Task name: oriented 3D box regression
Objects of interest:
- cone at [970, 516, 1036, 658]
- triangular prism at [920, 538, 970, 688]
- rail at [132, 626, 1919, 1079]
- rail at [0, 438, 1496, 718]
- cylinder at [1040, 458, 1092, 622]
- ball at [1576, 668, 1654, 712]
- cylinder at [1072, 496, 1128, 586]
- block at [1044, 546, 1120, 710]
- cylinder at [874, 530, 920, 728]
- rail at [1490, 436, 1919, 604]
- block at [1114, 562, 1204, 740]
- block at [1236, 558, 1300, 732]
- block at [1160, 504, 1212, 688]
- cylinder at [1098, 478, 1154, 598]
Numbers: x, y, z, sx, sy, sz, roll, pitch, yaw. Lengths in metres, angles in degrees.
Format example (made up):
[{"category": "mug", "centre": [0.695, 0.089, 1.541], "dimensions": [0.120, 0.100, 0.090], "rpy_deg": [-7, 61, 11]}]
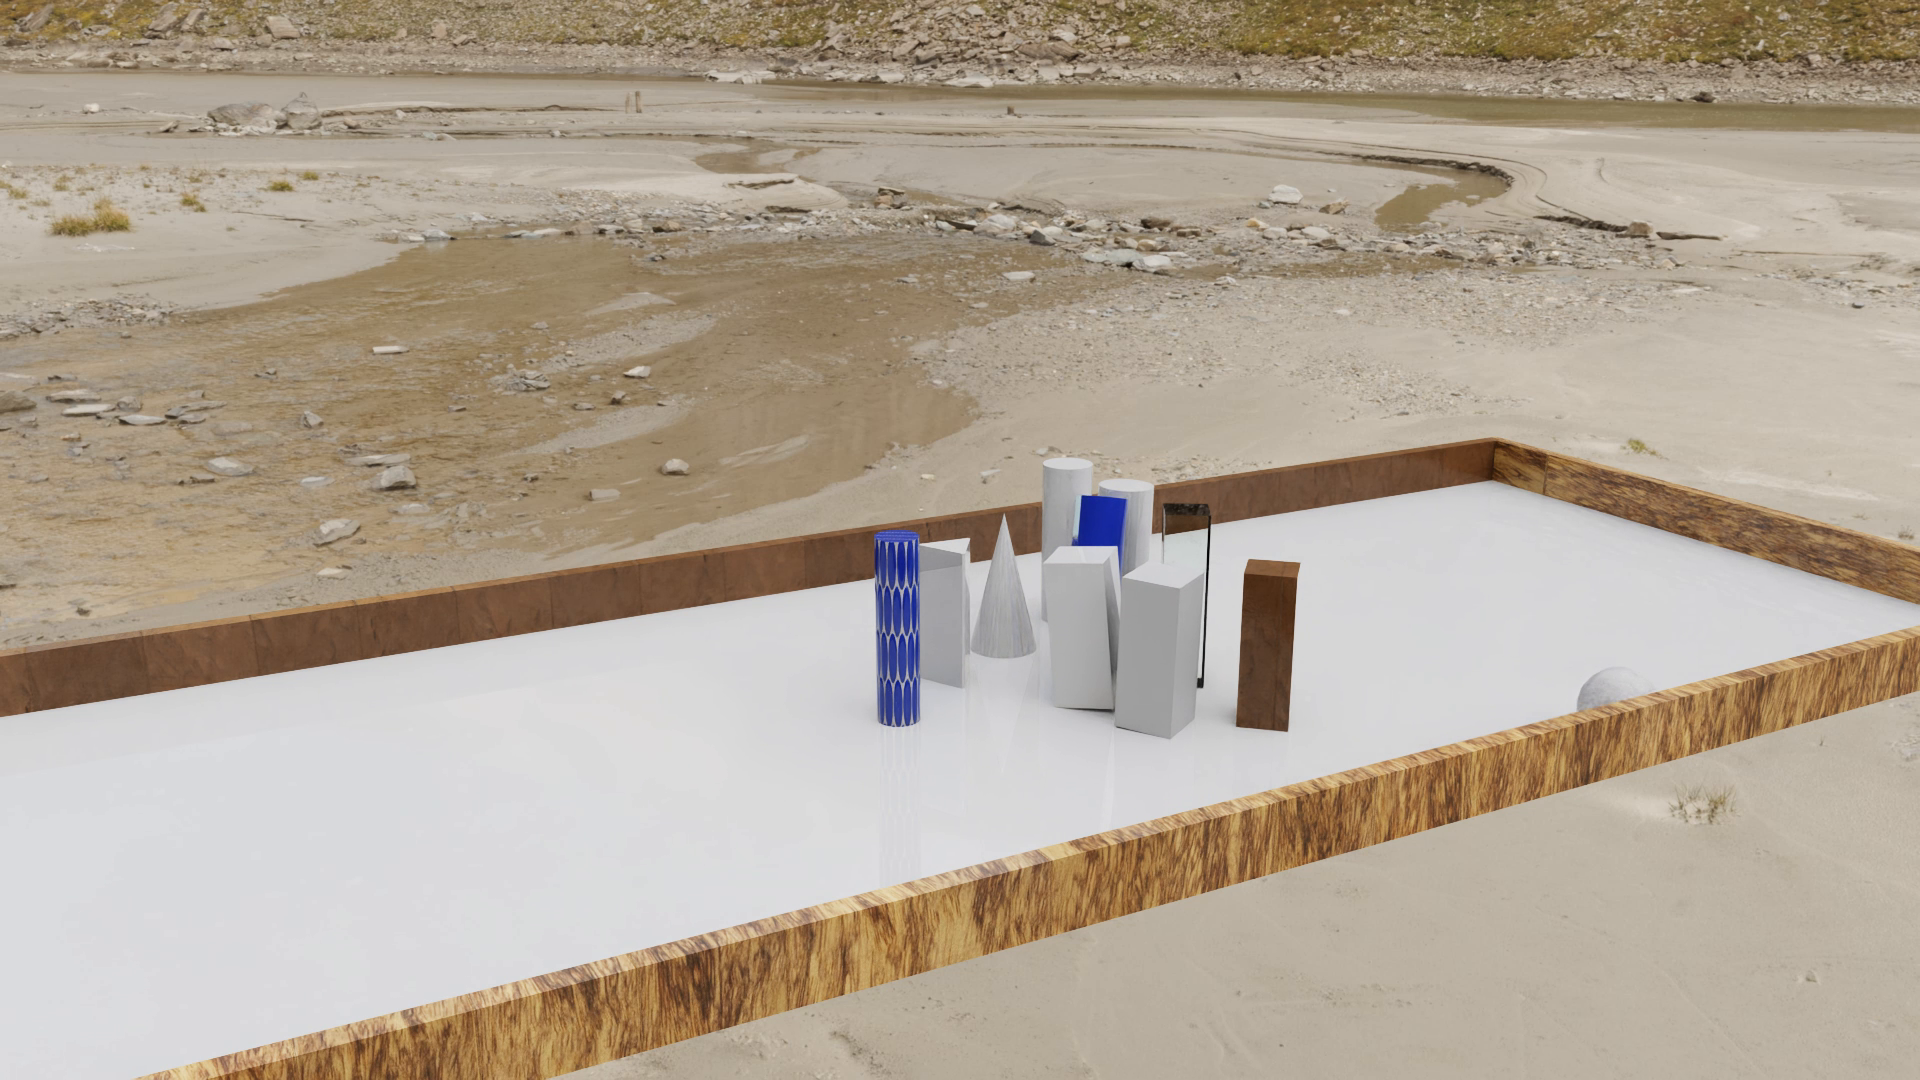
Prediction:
[{"category": "cone", "centre": [0.115, 0.106, 4.336], "dimensions": [0.179, 0.370, 0.179], "rpy_deg": [0, 16, 0]}, {"category": "triangular prism", "centre": [-0.012, 0.177, 4.131], "dimensions": [0.135, 0.351, 0.117], "rpy_deg": [11, 20, 34]}, {"category": "rail", "centre": [-2.336, 1.006, 1.665], "dimensions": [12.000, 0.150, 0.050], "rpy_deg": [-9, 18, -27]}, {"category": "rail", "centre": [-3.305, 0.497, 3.399], "dimensions": [12.000, 0.150, 0.050], "rpy_deg": [-9, 18, -27]}, {"category": "cylinder", "centre": [0.294, 0.004, 4.556], "dimensions": [0.136, 0.443, 0.136], "rpy_deg": [0, 16, 0]}, {"category": "ball", "centre": [1.498, 0.379, 3.757], "dimensions": [0.174, 0.174, 0.174], "rpy_deg": [0, 16, 0]}, {"category": "cylinder", "centre": [0.340, 0.111, 4.165], "dimensions": [0.133, 0.439, 0.133], "rpy_deg": [5, 0, 0]}, {"category": "block", "centre": [0.304, 0.210, 3.977], "dimensions": [0.145, 0.363, 0.145], "rpy_deg": [0, 16, 19]}, {"category": "cylinder", "centre": [-0.145, 0.207, 3.850], "dimensions": [0.104, 0.451, 0.104], "rpy_deg": [0, 16, 0]}, {"category": "rail", "centre": [2.466, -0.048, 5.253], "dimensions": [0.050, 0.150, 2.100], "rpy_deg": [-9, 18, -27]}, {"category": "block", "centre": [0.463, 0.254, 3.832], "dimensions": [0.142, 0.367, 0.142], "rpy_deg": [11, 20, 29]}, {"category": "block", "centre": [0.720, 0.245, 3.853], "dimensions": [0.121, 0.377, 0.121], "rpy_deg": [4, 17, 14]}, {"category": "block", "centre": [0.554, 0.139, 4.093], "dimensions": [0.110, 0.445, 0.110], "rpy_deg": [1, 16, 4]}, {"category": "cylinder", "centre": [0.425, 0.069, 4.332], "dimensions": [0.144, 0.439, 0.144], "rpy_deg": [2, 15, 0]}]
